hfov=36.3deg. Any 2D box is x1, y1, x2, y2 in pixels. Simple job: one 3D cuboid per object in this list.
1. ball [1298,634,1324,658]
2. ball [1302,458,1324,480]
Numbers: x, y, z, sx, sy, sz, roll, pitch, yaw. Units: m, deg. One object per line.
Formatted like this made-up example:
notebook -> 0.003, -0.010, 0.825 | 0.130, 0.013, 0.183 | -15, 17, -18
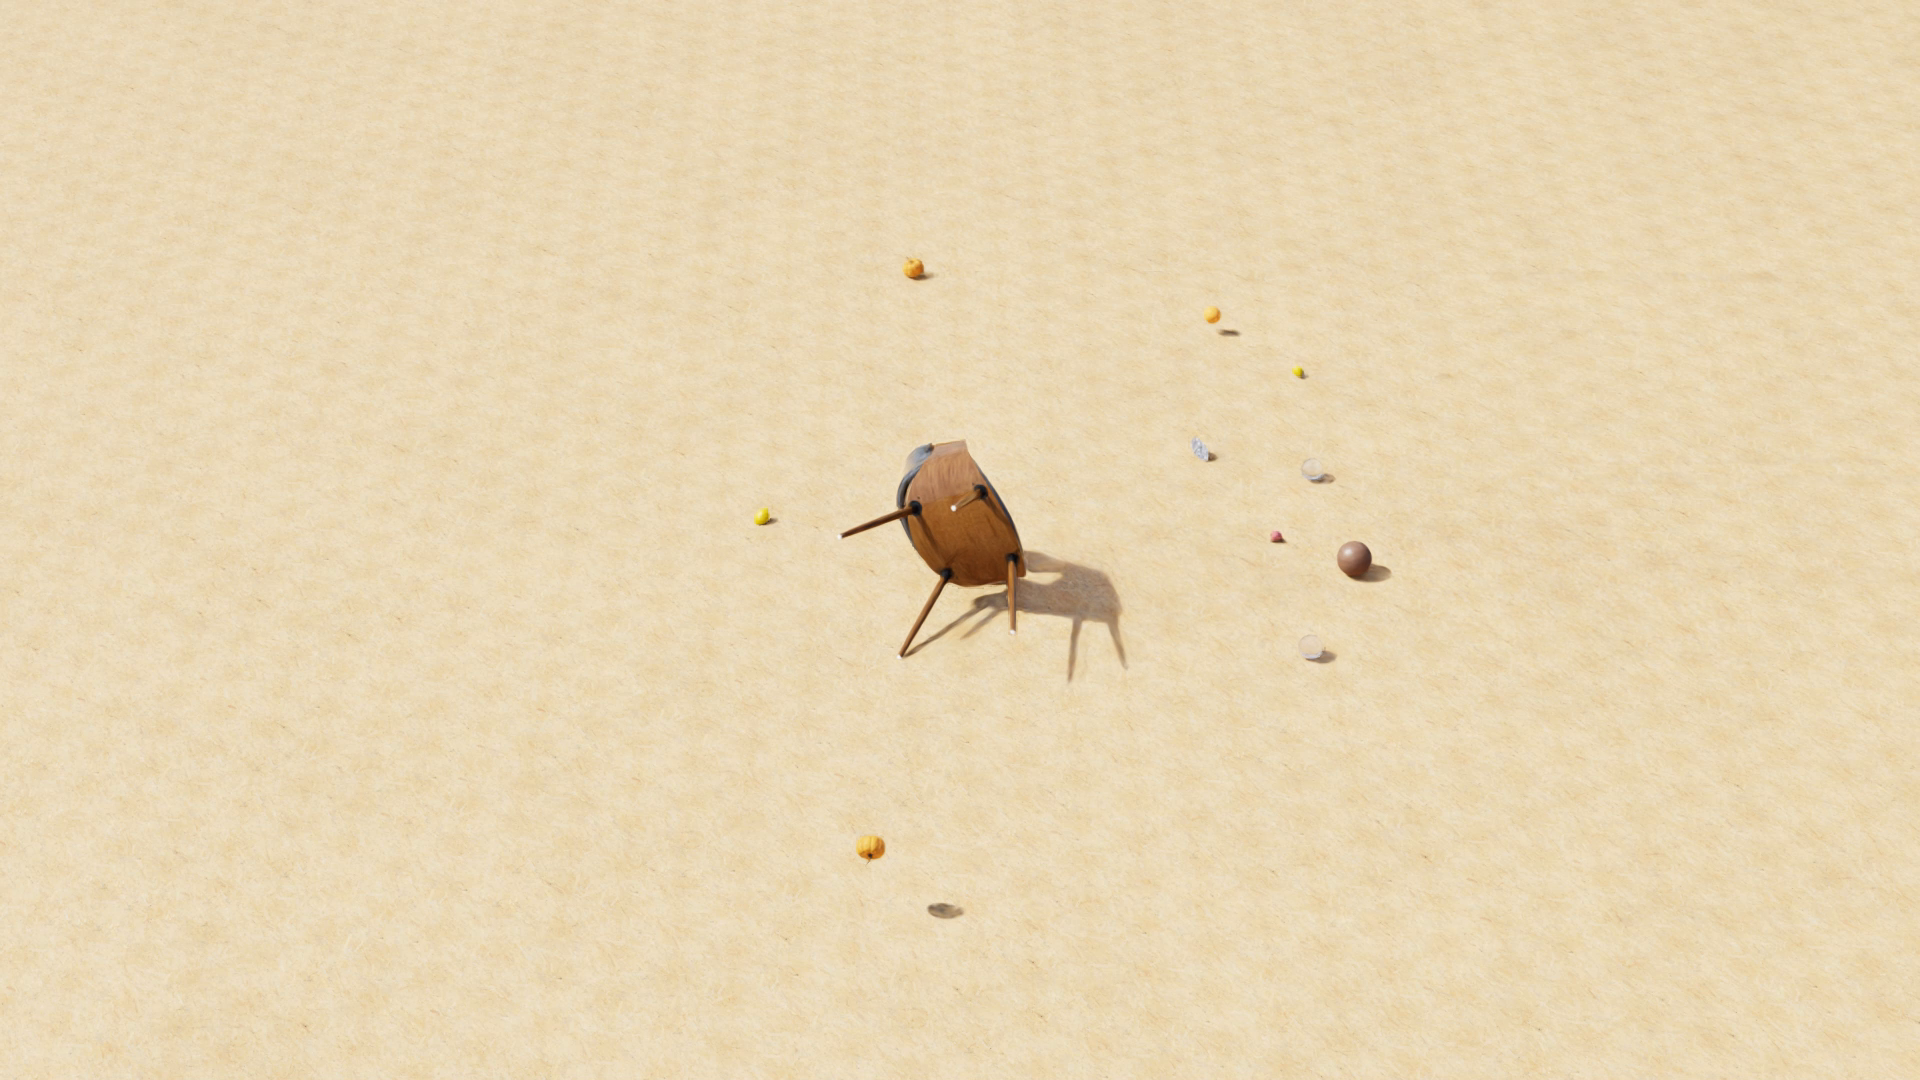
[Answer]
ball -> 1.232, 0.374, 10.297 | 0.087, 0.087, 0.087 | 0, 33, 0
ball -> 1.356, -0.273, 11.281 | 0.085, 0.085, 0.085 | 0, 33, 0
